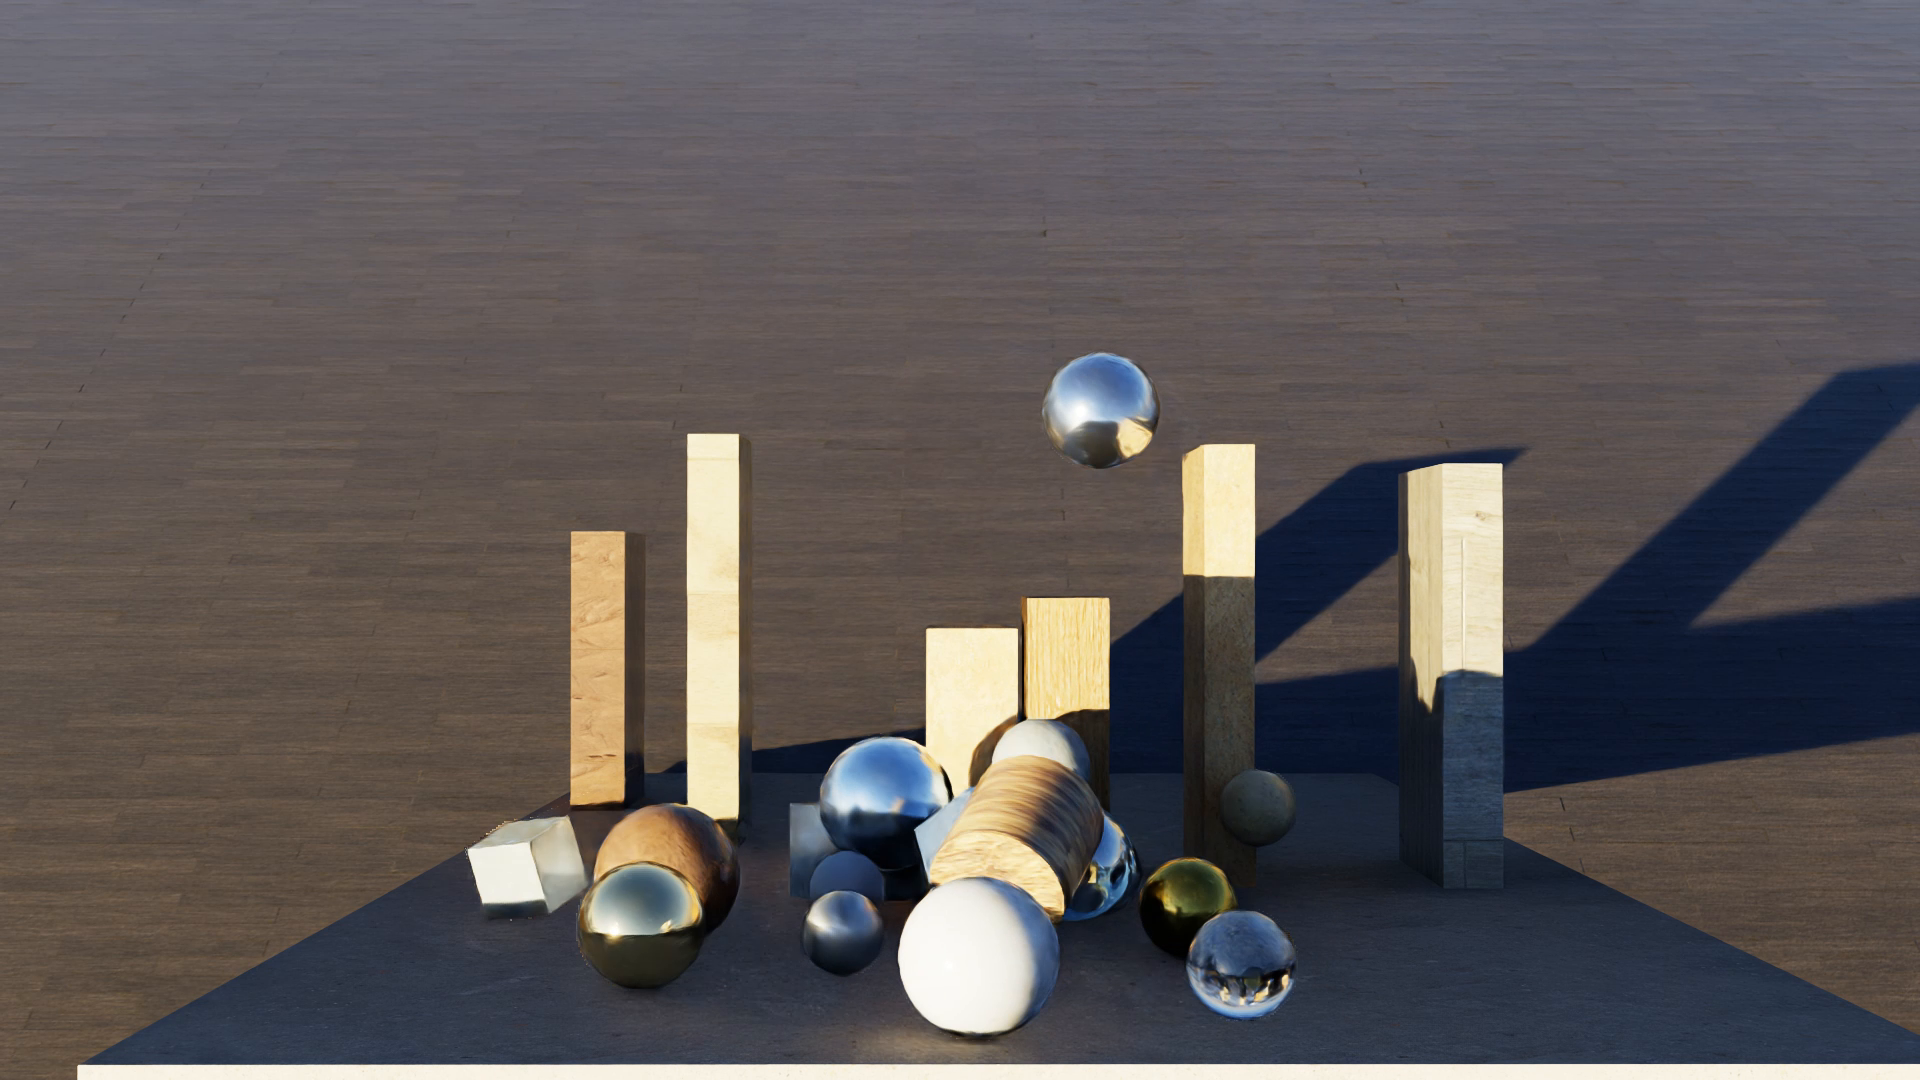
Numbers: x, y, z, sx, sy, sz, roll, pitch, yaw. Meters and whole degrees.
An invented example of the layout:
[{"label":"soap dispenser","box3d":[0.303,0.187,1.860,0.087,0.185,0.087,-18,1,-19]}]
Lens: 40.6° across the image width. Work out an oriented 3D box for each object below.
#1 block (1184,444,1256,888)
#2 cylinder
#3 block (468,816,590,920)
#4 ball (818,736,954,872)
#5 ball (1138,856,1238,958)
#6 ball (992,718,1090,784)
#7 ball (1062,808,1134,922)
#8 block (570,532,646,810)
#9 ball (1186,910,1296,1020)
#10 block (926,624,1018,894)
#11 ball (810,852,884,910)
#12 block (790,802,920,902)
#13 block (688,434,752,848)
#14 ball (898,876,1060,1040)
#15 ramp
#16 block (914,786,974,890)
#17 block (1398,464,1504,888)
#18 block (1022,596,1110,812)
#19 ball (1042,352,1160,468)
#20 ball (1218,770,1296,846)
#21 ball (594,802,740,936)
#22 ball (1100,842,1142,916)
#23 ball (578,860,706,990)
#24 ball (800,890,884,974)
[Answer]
[{"label":"block","box3d":[0.445,0.210,4.479,0.083,0.731,0.407,0,-1,0]},{"label":"cylinder","box3d":[0.078,0.417,3.476,0.186,0.186,0.186,10,31,16]},{"label":"block","box3d":[-0.646,0.491,3.884,0.112,0.112,0.112,-10,11,26]},{"label":"ball","box3d":[-0.110,0.395,3.887,0.203,0.203,0.203,0,32,0]},{"label":"ball","box3d":[0.308,0.495,3.493,0.135,0.135,0.135,0,32,0]},{"label":"ball","box3d":[0.122,0.343,3.909,0.150,0.150,0.150,0,32,0]},{"label":"ball","box3d":[0.166,0.467,3.774,0.173,0.173,0.173,0,32,0]},{"label":"block","box3d":[-0.796,0.290,5.878,0.117,0.611,0.374,0,-1,0]},{"label":"ball","box3d":[0.326,0.492,3.002,0.127,0.127,0.127,0,32,0]},{"label":"block","box3d":[0.019,0.359,4.306,0.145,0.429,0.295,0,-1,0]},{"label":"ball","box3d":[-0.165,0.511,3.797,0.111,0.111,0.111,0,32,0]},{"label":"block","box3d":[-0.168,0.497,4.143,0.148,0.148,0.148,1,-1,-37]},{"label":"block","box3d":[-0.466,0.193,5.040,0.095,0.781,0.308,0,-1,0]},{"label":"ball","box3d":[0.021,0.464,2.885,0.180,0.180,0.180,0,32,0]},{"label":"ramp","box3d":[0.071,0.629,4.724,2.000,0.100,4.000,0,-1,0]},{"label":"block","box3d":[0.040,0.445,3.691,0.130,0.130,0.130,11,51,-39]},{"label":"block","box3d":[0.843,0.226,4.478,0.098,0.698,0.431,0,-1,0]},{"label":"block","box3d":[0.167,0.332,4.182,0.126,0.480,0.386,0,-1,0]},{"label":"ball","box3d":[0.245,-0.226,4.502,0.204,0.204,0.204,0,32,0]},{"label":"ball","box3d":[0.483,0.436,4.211,0.124,0.124,0.124,0,32,0]},{"label":"ball","box3d":[-0.404,0.464,3.581,0.200,0.200,0.200,0,32,0]},{"label":"ball","box3d":[0.208,0.501,3.920,0.134,0.134,0.134,0,32,0]},{"label":"ball","box3d":[-0.396,0.480,3.230,0.159,0.159,0.159,0,32,0]},{"label":"ball","box3d":[-0.151,0.506,3.346,0.108,0.108,0.108,0,32,0]}]
